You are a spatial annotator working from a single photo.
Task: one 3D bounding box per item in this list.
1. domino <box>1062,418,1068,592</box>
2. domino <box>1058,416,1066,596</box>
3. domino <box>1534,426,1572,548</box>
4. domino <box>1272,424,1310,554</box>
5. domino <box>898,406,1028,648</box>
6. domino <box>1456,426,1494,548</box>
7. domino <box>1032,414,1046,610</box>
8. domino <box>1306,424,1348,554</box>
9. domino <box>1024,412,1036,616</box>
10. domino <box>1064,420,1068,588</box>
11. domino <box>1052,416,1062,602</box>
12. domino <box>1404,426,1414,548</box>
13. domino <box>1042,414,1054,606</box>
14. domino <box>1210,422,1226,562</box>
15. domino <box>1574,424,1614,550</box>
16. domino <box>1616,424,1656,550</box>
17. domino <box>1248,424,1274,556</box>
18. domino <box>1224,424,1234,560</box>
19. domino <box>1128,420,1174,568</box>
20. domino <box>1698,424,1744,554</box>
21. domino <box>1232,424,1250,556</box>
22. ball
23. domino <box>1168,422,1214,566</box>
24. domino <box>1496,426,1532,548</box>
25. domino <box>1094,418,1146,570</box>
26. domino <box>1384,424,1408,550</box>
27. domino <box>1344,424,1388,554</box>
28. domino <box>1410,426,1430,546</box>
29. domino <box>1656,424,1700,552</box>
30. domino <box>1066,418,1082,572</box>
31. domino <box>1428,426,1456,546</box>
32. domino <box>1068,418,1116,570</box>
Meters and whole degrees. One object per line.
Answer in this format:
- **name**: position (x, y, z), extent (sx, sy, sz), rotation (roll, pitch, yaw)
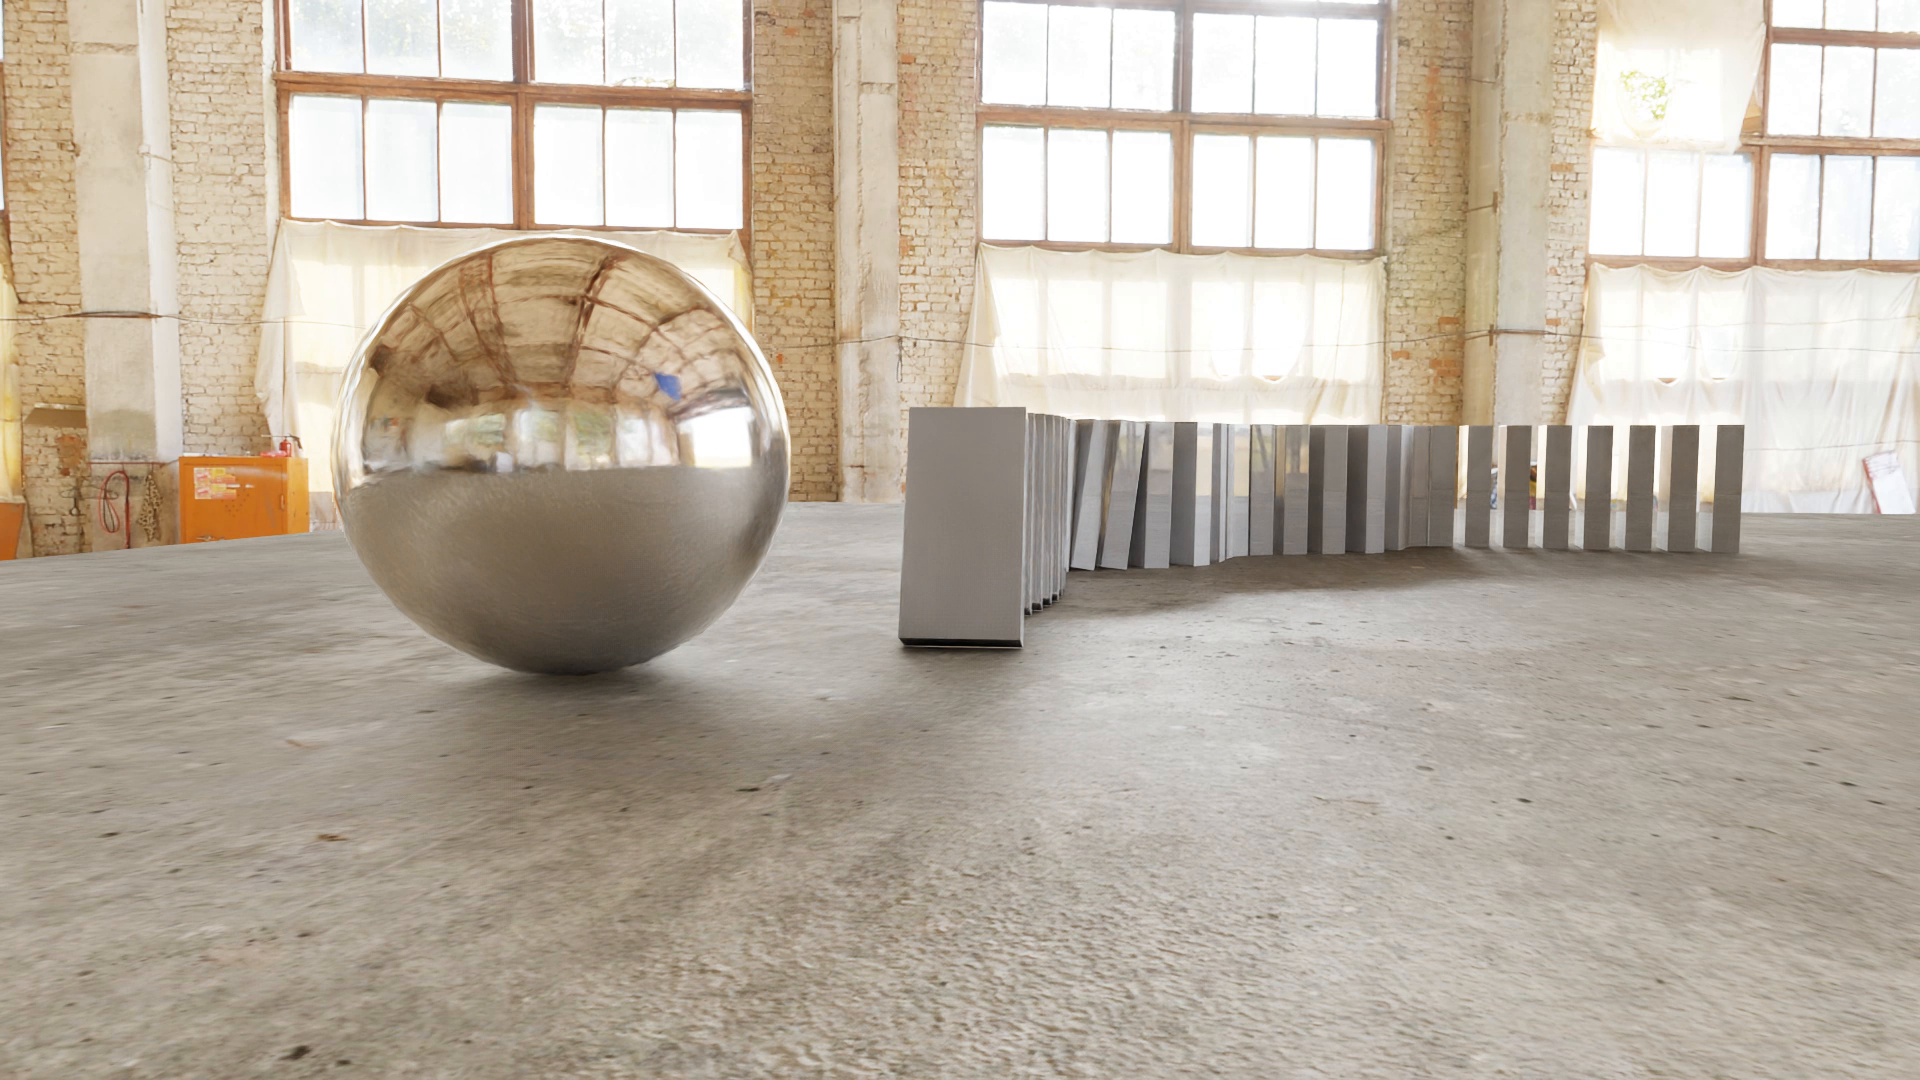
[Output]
- **domino**: position (0.018, -0.010, 0.371), extent (0.025, 0.050, 0.009), rotation (0, -16, 6)
- **domino**: position (0.017, -0.010, 0.360), extent (0.025, 0.050, 0.009), rotation (0, -15, 6)
- **domino**: position (0.246, -0.022, 0.531), extent (0.009, 0.050, 0.025), rotation (1, 5, 18)
- **domino**: position (0.127, -0.020, 0.503), extent (0.009, 0.050, 0.025), rotation (-1, 4, -9)
- **domino**: position (0.001, -0.003, 0.271), extent (0.025, 0.050, 0.010), rotation (0, -15, 6)
- **domino**: position (0.216, -0.023, 0.540), extent (0.009, 0.050, 0.025), rotation (1, 4, 14)
- **domino**: position (0.009, -0.007, 0.331), extent (0.025, 0.050, 0.009), rotation (0, -15, 6)
- **domino**: position (0.142, -0.020, 0.506), extent (0.009, 0.050, 0.025), rotation (-1, 4, -11)
- **domino**: position (0.006, -0.007, 0.321), extent (0.025, 0.050, 0.009), rotation (0, -15, 6)
- **domino**: position (0.019, -0.011, 0.383), extent (0.025, 0.050, 0.010), rotation (0, -21, 6)
- **domino**: position (0.015, -0.009, 0.350), extent (0.025, 0.050, 0.009), rotation (0, -15, 6)
- **domino**: position (0.174, -0.022, 0.533), extent (0.025, 0.050, 0.009), rotation (4, 6, 41)
- **domino**: position (0.012, -0.008, 0.340), extent (0.025, 0.050, 0.009), rotation (0, -15, 6)
- **domino**: position (0.083, -0.018, 0.468), extent (0.025, 0.050, 0.009), rotation (2, 5, 23)
- **domino**: position (0.260, -0.022, 0.527), extent (0.010, 0.050, 0.025), rotation (1, 5, 18)
- **domino**: position (0.275, -0.022, 0.522), extent (0.009, 0.050, 0.025), rotation (1, 5, 19)
- **domino**: position (0.112, -0.020, 0.500), extent (0.010, 0.050, 0.025), rotation (-1, 4, -15)
- **domino**: position (0.089, -0.019, 0.482), extent (0.025, 0.050, 0.009), rotation (2, 5, 25)
- **domino**: position (0.063, -0.016, 0.447), extent (0.009, 0.050, 0.025), rotation (0, 4, -21)
- **domino**: position (0.303, -0.021, 0.512), extent (0.010, 0.050, 0.025), rotation (1, 5, 19)
- **domino**: position (0.098, -0.019, 0.494), extent (0.010, 0.050, 0.025), rotation (-4, 6, -39)
- **ball**: position (-0.071, -0.015, 0.235), extent (0.080, 0.080, 0.080), rotation (0, 4, 0)
- **domino**: position (0.076, -0.017, 0.455), extent (0.025, 0.050, 0.009), rotation (4, 5, 45)
- **domino**: position (0.231, -0.023, 0.536), extent (0.009, 0.050, 0.025), rotation (1, 4, 16)
- **domino**: position (0.051, -0.016, 0.444), extent (0.009, 0.050, 0.025), rotation (7, 2, -19)
- **domino**: position (0.167, -0.022, 0.521), extent (0.025, 0.050, 0.010), rotation (3, 5, 33)
- **domino**: position (0.156, -0.021, 0.510), extent (0.009, 0.050, 0.025), rotation (-2, 5, -26)
- **domino**: position (0.187, -0.023, 0.543), extent (0.009, 0.050, 0.025), rotation (-1, 4, -17)
- **domino**: position (0.289, -0.021, 0.517), extent (0.009, 0.050, 0.025), rotation (2, 5, 19)
- **domino**: position (0.025, -0.015, 0.431), extent (0.025, 0.050, 0.010), rotation (2, -8, 27)
- **domino**: position (0.201, -0.023, 0.543), extent (0.010, 0.050, 0.025), rotation (1, 4, 8)
- **domino**: position (0.038, -0.016, 0.440), extent (0.009, 0.050, 0.025), rotation (9, -2, -33)
